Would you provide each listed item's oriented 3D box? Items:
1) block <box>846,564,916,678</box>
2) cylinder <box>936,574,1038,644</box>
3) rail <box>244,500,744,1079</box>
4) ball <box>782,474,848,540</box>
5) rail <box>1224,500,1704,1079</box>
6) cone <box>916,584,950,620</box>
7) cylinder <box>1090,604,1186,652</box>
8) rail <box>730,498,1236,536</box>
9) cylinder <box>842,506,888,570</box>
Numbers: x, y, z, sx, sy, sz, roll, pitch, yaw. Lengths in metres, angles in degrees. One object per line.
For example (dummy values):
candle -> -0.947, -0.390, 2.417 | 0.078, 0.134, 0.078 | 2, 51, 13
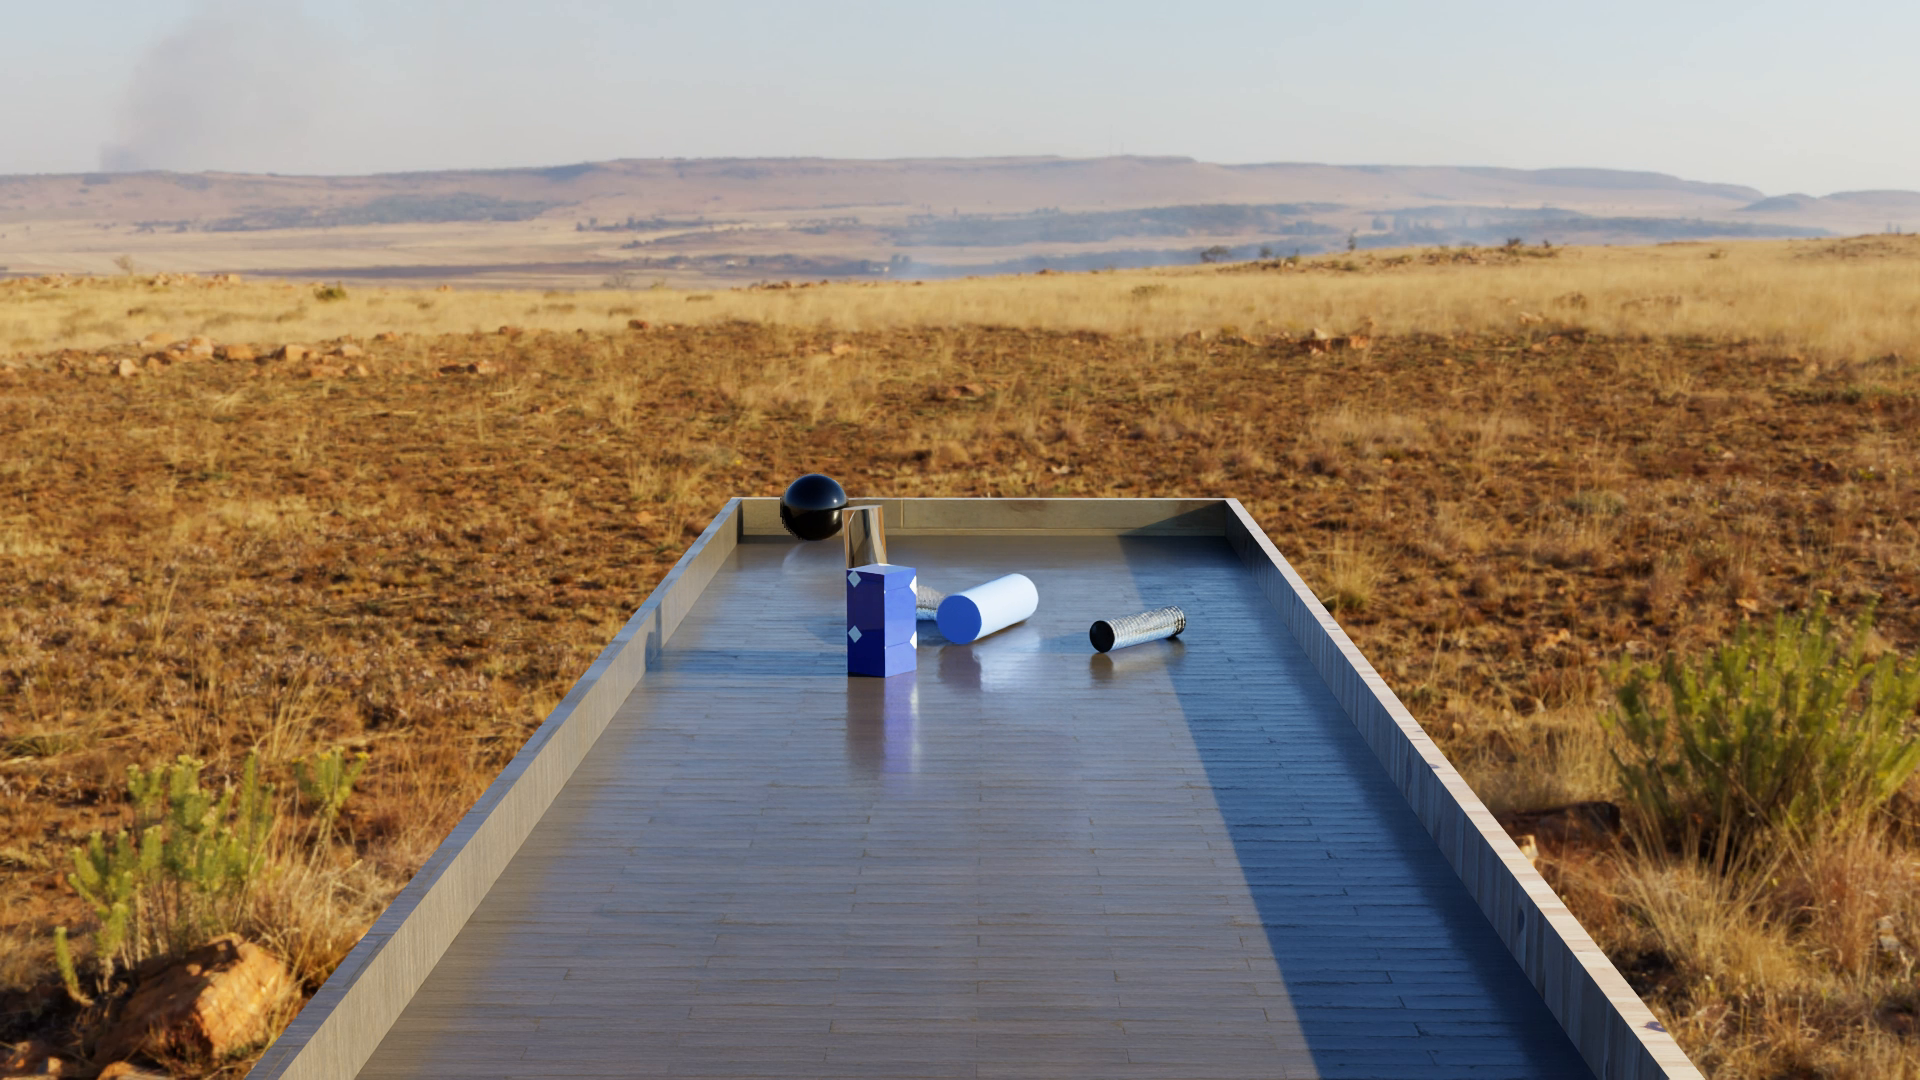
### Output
block -> -0.233, 0.237, 6.533 | 0.146, 0.307, 0.146 | 7, 11, 37
cylinder -> 0.092, 0.220, 7.115 | 0.158, 0.158, 0.434 | 4, 10, 26
rail -> -1.004, 0.839, 3.234 | 0.050, 0.150, 12.000 | 0, 9, 1
ball -> -0.591, -0.134, 8.983 | 0.273, 0.273, 0.273 | 0, 9, 0
rail -> 1.046, 0.843, 3.208 | 0.050, 0.150, 12.000 | 0, 9, 1
cone -> -0.026, 0.226, 7.335 | 0.459, 0.156, 0.156 | 9, 8, -8
cylinder -> 0.562, 0.278, 6.936 | 0.100, 0.100, 0.361 | 8, 12, 42
rail -> 0.099, -0.098, 9.147 | 2.100, 0.150, 0.050 | 0, 9, 1
cylinder -> -0.279, 0.128, 6.703 | 0.126, 0.458, 0.126 | -5, 6, 0
